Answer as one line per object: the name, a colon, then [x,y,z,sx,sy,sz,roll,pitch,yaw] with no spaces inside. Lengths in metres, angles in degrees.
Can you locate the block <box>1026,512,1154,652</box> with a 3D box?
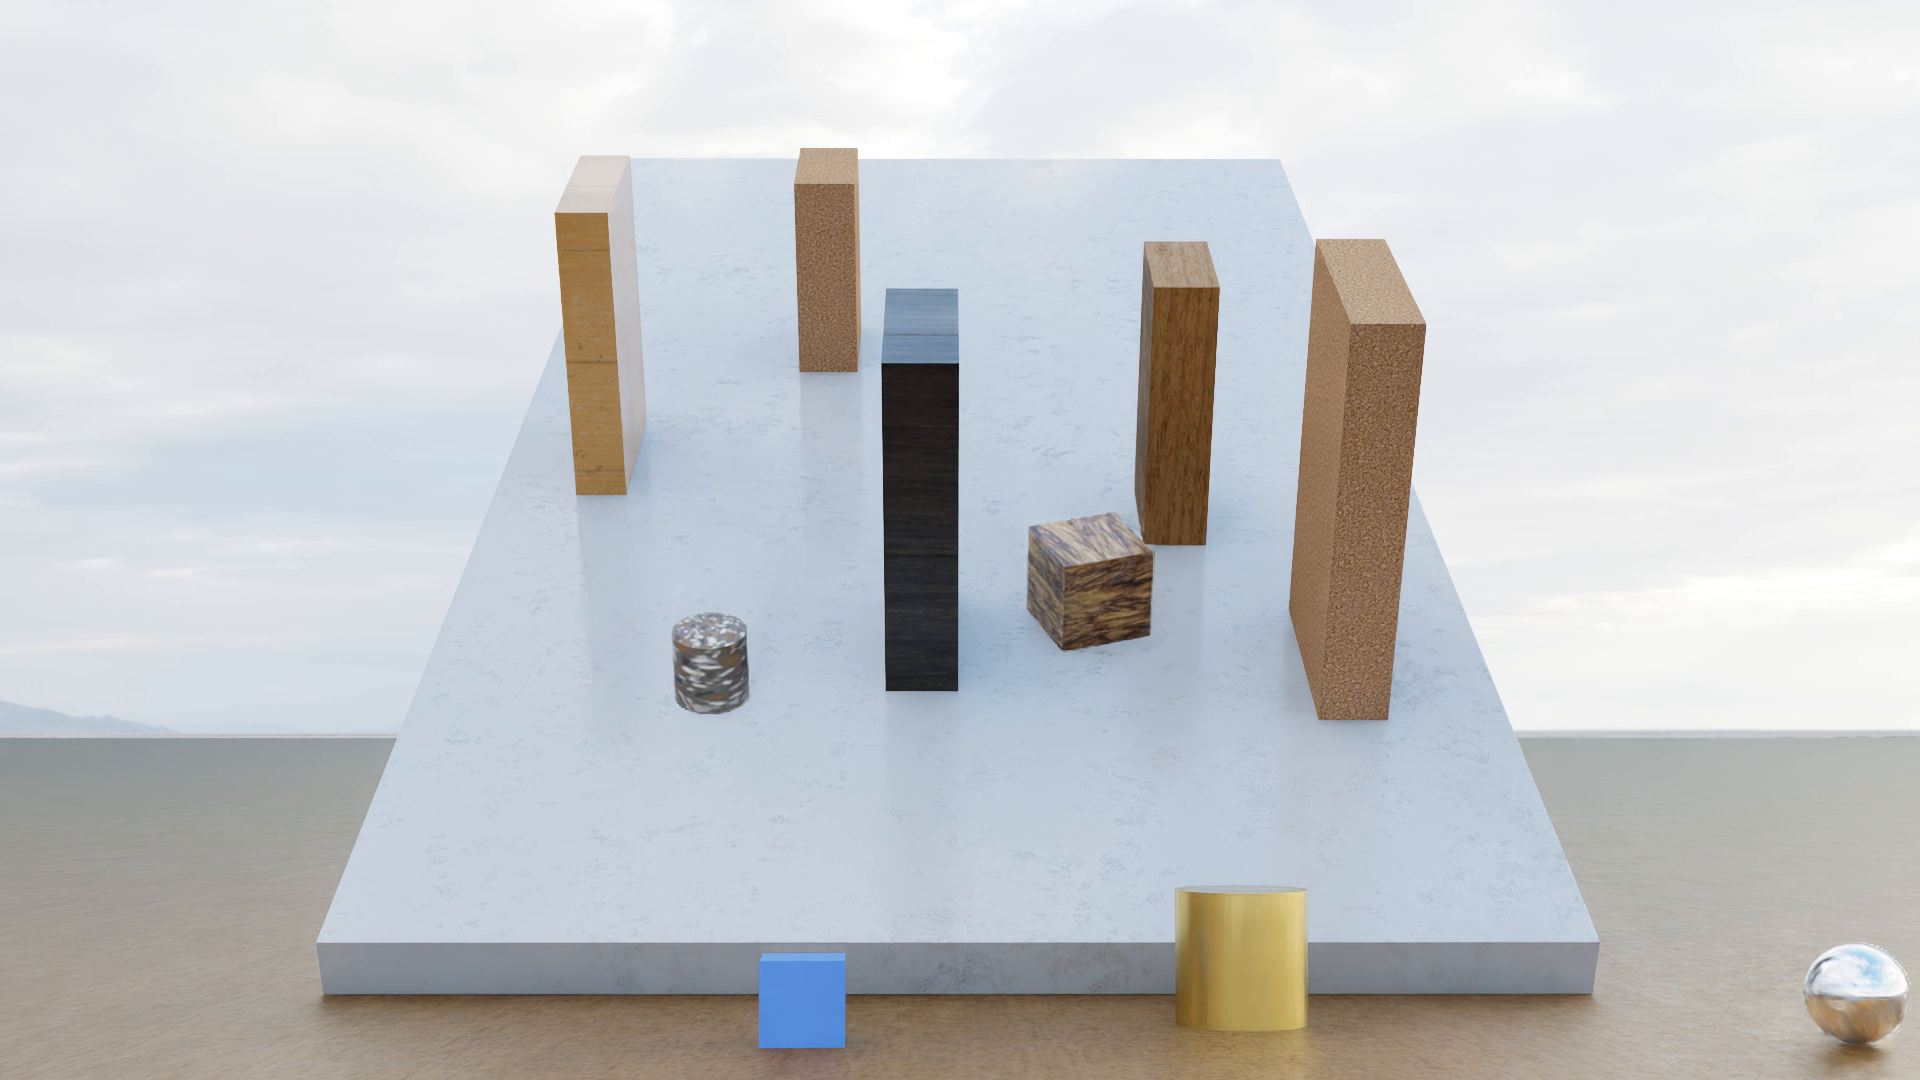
block: [0.249,0.080,4.571,0.182,0.182,0.182,-9,28,-18]

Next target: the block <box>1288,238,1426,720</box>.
block: [0.712,-0.112,4.303,0.126,0.768,0.423,0,27,0]

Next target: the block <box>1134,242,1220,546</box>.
block: [0.445,-0.303,4.904,0.130,0.569,0.269,0,27,0]

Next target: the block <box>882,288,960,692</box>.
block: [-0.070,-0.095,4.391,0.135,0.654,0.364,0,27,0]

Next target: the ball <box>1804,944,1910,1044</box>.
ball: [1.187,0.602,3.135,0.131,0.131,0.131,0,-5,0]

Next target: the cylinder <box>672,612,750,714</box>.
cylinder: [-0.456,0.226,4.328,0.137,0.137,0.137,0,27,0]

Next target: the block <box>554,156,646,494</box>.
block: [-0.776,-0.470,5.150,0.109,0.639,0.386,0,27,0]

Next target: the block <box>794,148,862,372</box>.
block: [-0.319,-0.682,5.757,0.141,0.476,0.280,0,27,0]

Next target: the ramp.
ramp: [-0.010,-0.227,5.495,2.000,0.100,4.000,0,27,0]

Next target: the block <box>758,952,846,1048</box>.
block: [-0.209,0.613,3.157,0.112,0.112,0.112,0,-5,-2]

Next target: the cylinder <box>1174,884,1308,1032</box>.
cylinder: [0.400,0.592,3.368,0.189,0.189,0.189,0,-5,0]
